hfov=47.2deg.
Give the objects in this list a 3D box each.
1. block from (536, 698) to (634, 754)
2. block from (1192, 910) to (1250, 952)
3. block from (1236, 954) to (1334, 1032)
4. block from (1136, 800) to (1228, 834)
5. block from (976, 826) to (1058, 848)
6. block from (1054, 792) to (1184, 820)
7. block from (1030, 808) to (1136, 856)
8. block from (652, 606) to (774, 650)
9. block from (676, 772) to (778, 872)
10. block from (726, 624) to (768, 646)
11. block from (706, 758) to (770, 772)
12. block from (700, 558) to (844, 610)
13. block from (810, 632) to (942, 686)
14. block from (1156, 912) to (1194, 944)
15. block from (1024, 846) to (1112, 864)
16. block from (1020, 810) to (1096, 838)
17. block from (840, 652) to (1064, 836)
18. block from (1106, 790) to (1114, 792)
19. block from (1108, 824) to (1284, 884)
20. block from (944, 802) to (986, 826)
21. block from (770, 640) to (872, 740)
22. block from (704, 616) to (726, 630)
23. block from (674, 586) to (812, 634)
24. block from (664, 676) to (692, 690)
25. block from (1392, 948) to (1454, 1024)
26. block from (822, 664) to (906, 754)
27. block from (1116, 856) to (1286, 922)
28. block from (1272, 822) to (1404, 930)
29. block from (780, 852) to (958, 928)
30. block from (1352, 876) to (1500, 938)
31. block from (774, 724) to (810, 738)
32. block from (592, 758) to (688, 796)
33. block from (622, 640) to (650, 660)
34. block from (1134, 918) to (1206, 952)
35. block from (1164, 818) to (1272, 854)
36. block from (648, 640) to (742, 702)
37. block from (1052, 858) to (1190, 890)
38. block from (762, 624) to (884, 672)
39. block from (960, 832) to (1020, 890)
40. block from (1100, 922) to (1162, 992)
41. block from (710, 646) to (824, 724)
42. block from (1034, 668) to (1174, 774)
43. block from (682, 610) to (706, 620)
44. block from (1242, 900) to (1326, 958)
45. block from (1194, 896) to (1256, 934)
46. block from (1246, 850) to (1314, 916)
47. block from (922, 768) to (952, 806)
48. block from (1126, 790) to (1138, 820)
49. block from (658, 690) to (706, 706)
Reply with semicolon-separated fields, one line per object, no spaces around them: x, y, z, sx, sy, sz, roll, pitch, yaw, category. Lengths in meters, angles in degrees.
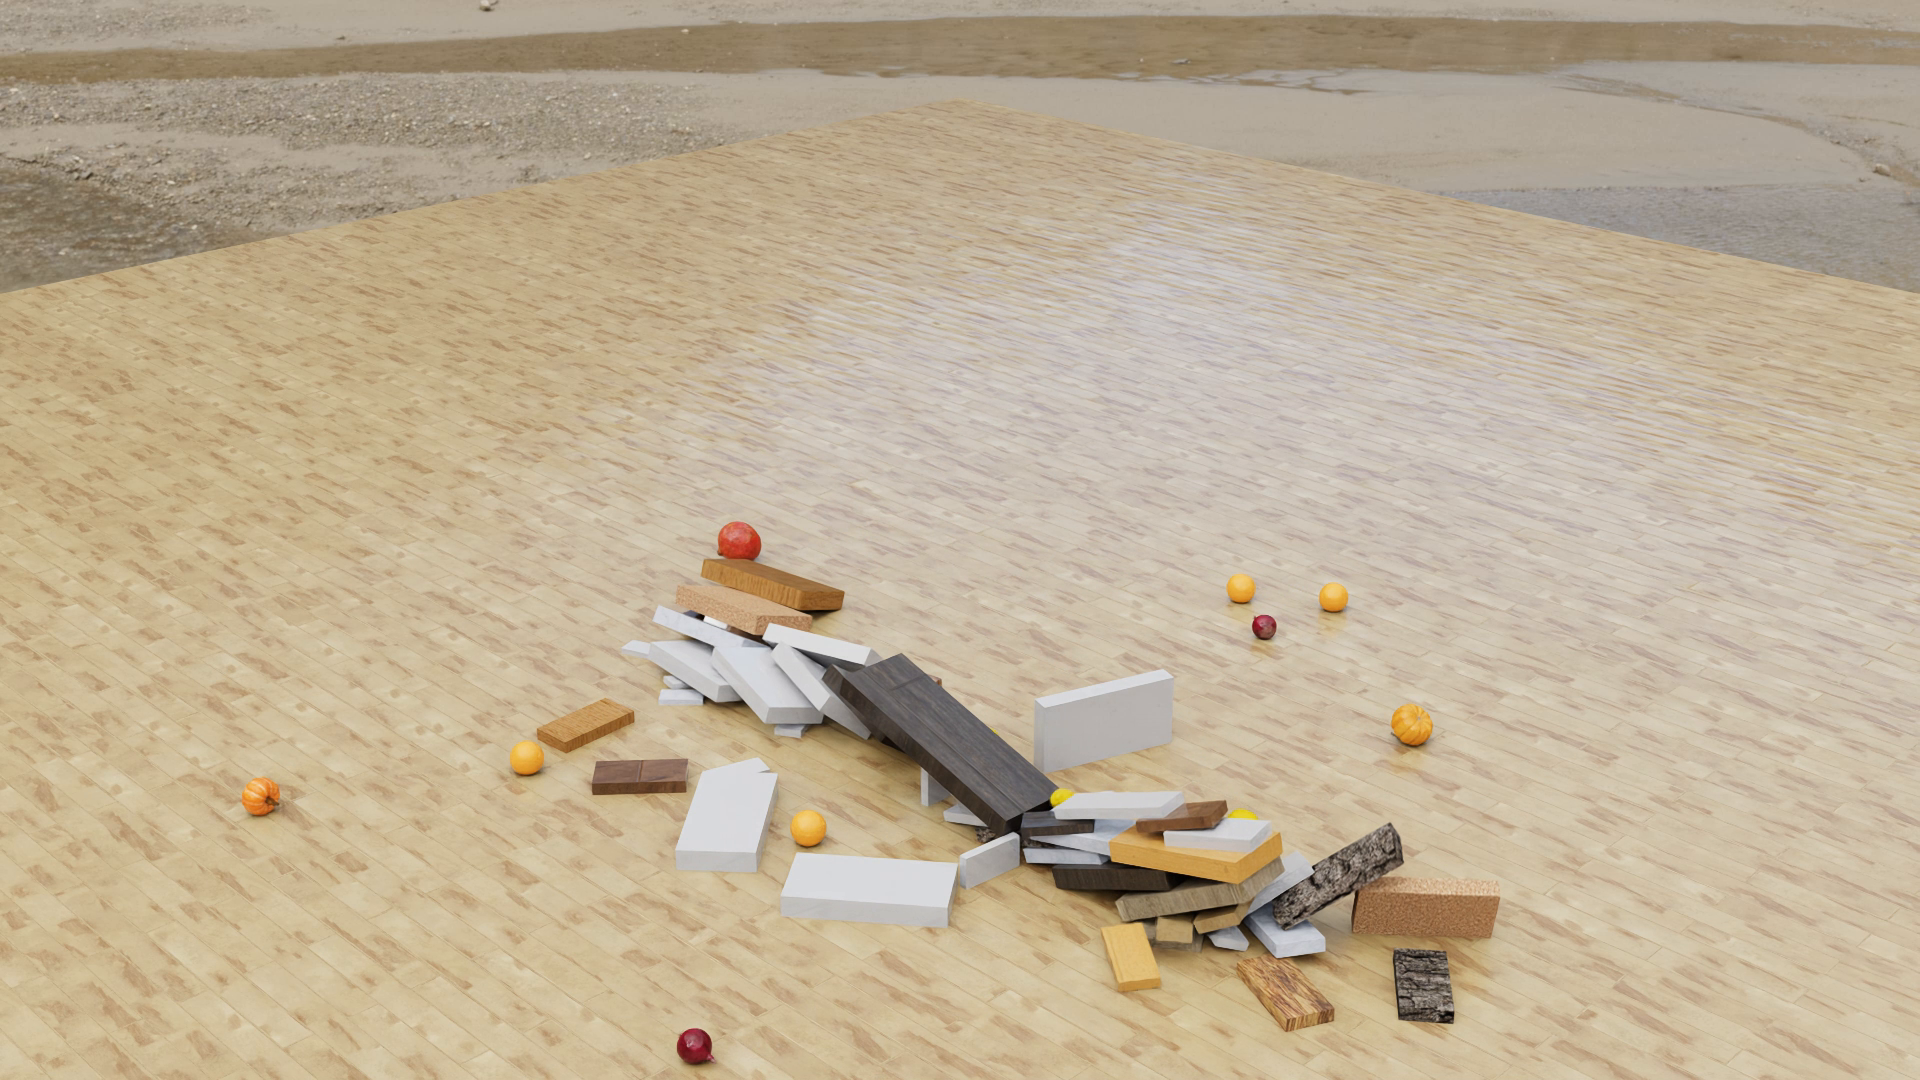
-0.813;0.402;4.778;0.096;0.027;0.192;19;29;37;block
0.475;0.709;4.040;0.064;0.018;0.129;14;17;-23;block
0.570;0.792;3.861;0.093;0.026;0.186;-8;24;-19;block
0.404;0.504;4.011;0.152;0.022;0.076;-9;12;32;block
0.137;0.566;4.316;0.200;0.028;0.100;-2;15;44;block
0.295;0.495;4.103;0.250;0.022;0.076;-7;13;41;block
0.242;0.552;4.174;0.200;0.028;0.100;6;22;36;block
-0.563;0.223;5.094;0.283;0.040;0.141;18;-4;36;block
-0.461;0.559;4.387;0.157;0.044;0.313;1;23;3;block
-0.495;0.221;5.119;0.097;0.014;0.049;21;-3;-18;block
-0.463;0.487;4.591;0.120;0.017;0.060;-12;26;-27;block
-0.459;0.108;5.383;0.323;0.046;0.162;17;9;34;block
-0.237;0.288;5.048;0.424;0.027;0.096;17;28;35;block
0.392;0.702;4.005;0.064;0.018;0.129;4;9;7;block
0.228;0.590;4.229;0.100;0.028;0.200;-23;10;-42;block
0.186;0.536;4.167;0.136;0.019;0.068;-4;17;8;block
-0.021;0.405;4.410;0.162;0.046;0.491;-20;47;-40;block
0.279;0.533;4.365;0.068;0.019;0.136;-7;14;-1;block
0.429;0.560;4.012;0.285;0.040;0.143;3;19;43;block
0.041;0.546;4.397;0.071;0.020;0.142;-22;15;-41;block
-0.301;0.327;4.821;0.144;0.041;0.289;35;3;-35;block
-0.550;0.204;5.176;0.097;0.014;0.049;19;-3;17;block
-0.515;0.166;5.212;0.162;0.046;0.323;3;10;-43;block
-0.614;0.319;4.971;0.099;0.014;0.050;-4;20;-32;block
0.816;0.785;3.878;0.093;0.026;0.186;3;23;7;block
-0.172;0.371;4.710;0.144;0.041;0.289;28;8;-38;block
0.439;0.635;4.031;0.285;0.040;0.143;-18;4;42;block
0.686;0.611;3.998;0.252;0.036;0.126;-33;7;15;block
-0.169;0.660;4.150;0.313;0.044;0.157;3;23;7;block
0.848;0.670;4.014;0.252;0.126;0.036;2;44;4;block
-0.356;0.395;4.809;0.060;0.017;0.120;7;24;15;block
-0.663;0.492;4.567;0.192;0.027;0.096;-1;23;-3;block
-0.736;0.258;5.135;0.099;0.014;0.050;11;25;24;block
0.382;0.724;4.031;0.129;0.018;0.064;5;23;11;block
0.465;0.530;3.970;0.174;0.025;0.087;0;17;34;block
-0.568;0.294;4.973;0.141;0.040;0.283;-1;18;-41;block
0.325;0.611;4.139;0.285;0.040;0.143;-8;11;46;block
-0.289;0.262;4.944;0.289;0.144;0.041;12;70;33;block
0.057;0.616;4.223;0.136;0.068;0.019;-18;29;-36;block
0.306;0.748;3.945;0.076;0.022;0.152;-5;30;-7;block
-0.425;0.319;4.846;0.141;0.040;0.283;3;23;-35;block
0.305;0.383;4.657;0.313;0.157;0.044;-11;25;-24;block
-0.632;0.195;5.284;0.097;0.014;0.049;21;31;40;block
0.588;0.708;4.019;0.093;0.026;0.186;-5;14;-12;block
0.497;0.656;4.027;0.087;0.025;0.174;-21;12;33;block
0.566;0.640;4.067;0.174;0.025;0.087;-32;8;-1;block
-0.047;0.466;4.481;0.071;0.142;0.020;-21;31;-40;block
0.403;0.565;4.294;0.126;0.036;0.368;-17;17;-34;block
-0.621;0.351;4.915;0.099;0.014;0.050;0;23;1;block
